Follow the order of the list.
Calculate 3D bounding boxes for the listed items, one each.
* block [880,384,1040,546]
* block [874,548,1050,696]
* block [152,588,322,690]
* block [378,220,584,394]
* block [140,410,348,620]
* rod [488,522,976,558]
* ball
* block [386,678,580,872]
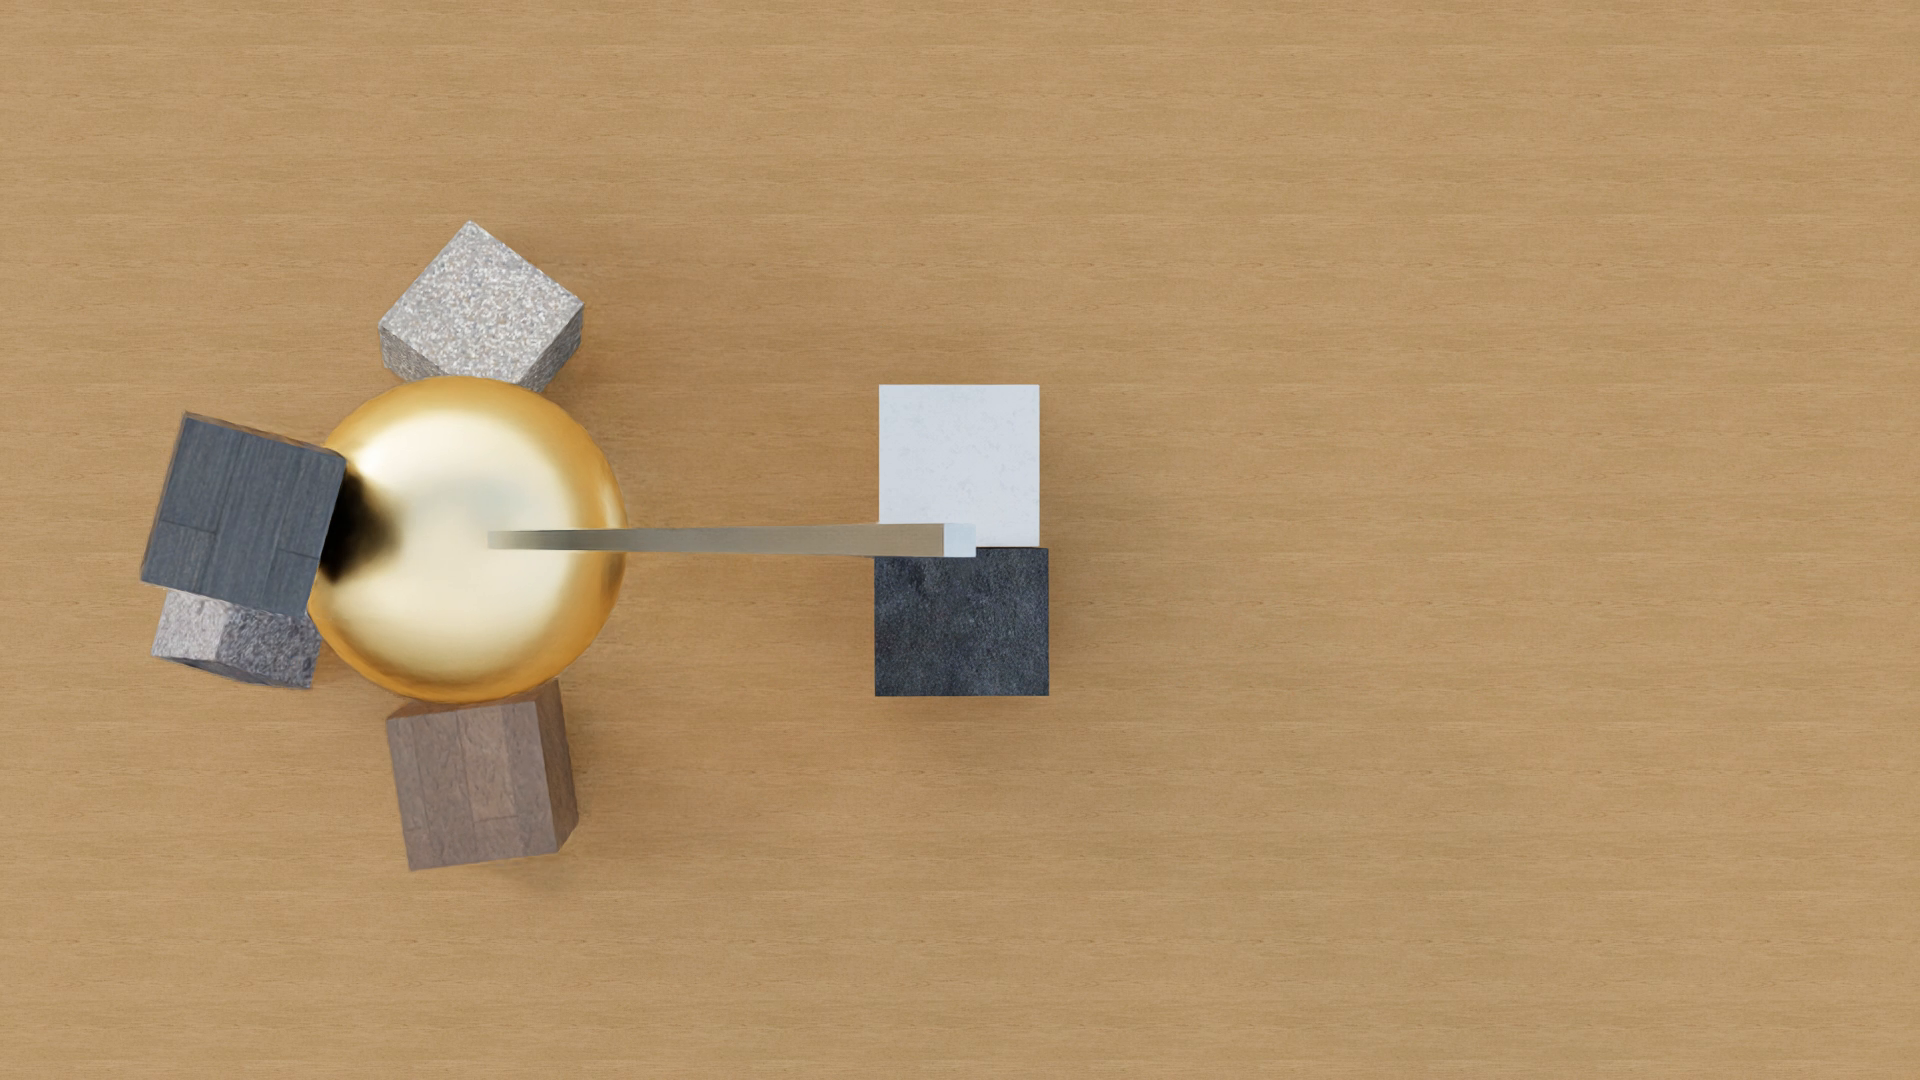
[{"bbox_3d":[-0.004,-0.410,12.561,0.881,0.877,0.891,0,90,0],"label":"block"},{"bbox_3d":[0.009,0.452,12.530,0.956,0.940,0.809,0,90,0],"label":"block"},{"bbox_3d":[-4.054,0.461,12.457,0.578,0.664,0.591,2,74,36],"label":"block"},{"bbox_3d":[-2.724,-1.174,12.551,0.802,0.668,0.801,36,70,0],"label":"block"},{"bbox_3d":[-3.139,-0.120,9.620,0.672,0.701,0.709,16,90,-21],"label":"block"},{"bbox_3d":[-1.046,0.000,7.543,0.080,5.200,0.080,0,90,-24],"label":"rod"},{"bbox_3d":[-2.413,0.000,10.656,1.600,1.600,1.600,0,90,0],"label":"ball"},{"bbox_3d":[-2.712,1.328,12.579,0.832,0.757,0.866,-7,96,0],"label":"block"}]
